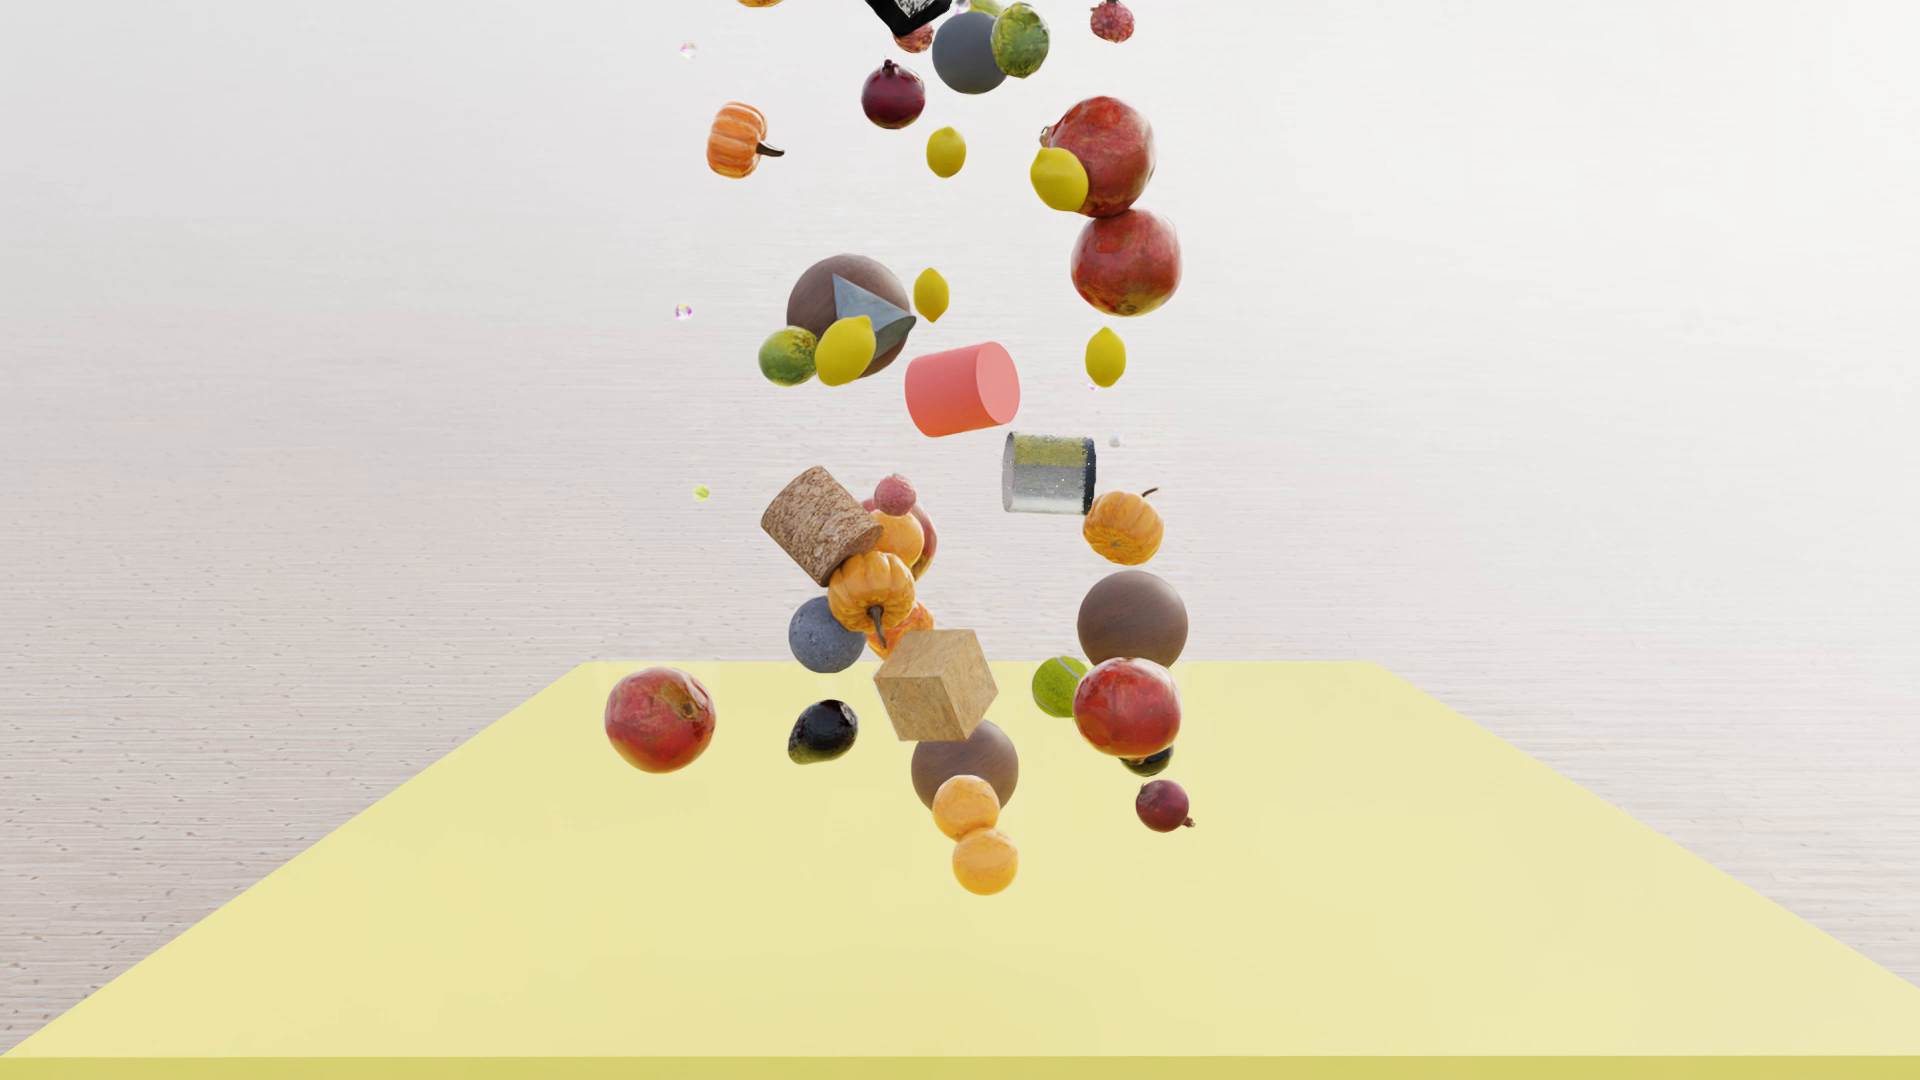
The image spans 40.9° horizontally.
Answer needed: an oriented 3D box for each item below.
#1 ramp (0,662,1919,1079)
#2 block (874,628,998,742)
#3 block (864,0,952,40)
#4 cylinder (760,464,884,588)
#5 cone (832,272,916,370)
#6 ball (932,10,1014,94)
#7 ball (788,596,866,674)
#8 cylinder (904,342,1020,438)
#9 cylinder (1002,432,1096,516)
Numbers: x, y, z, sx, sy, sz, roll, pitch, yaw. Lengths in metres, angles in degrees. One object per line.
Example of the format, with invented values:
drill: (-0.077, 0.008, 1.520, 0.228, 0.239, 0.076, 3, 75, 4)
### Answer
ramp: (0.051, 0.458, 4.533, 2.000, 0.100, 4.000, 0, 3, 0)
block: (-0.024, 0.145, 2.567, 0.079, 0.079, 0.079, -3, 32, 32)
block: (-0.044, -0.498, 2.292, 0.060, 0.060, 0.060, -22, 35, 37)
cylinder: (-0.141, -0.014, 2.627, 0.089, 0.089, 0.089, 45, 37, 12)
cone: (-0.104, -0.232, 2.565, 0.088, 0.088, 0.088, -24, 76, -46)
ball: (0.013, -0.505, 2.668, 0.086, 0.086, 0.086, 0, 22, 0)
ball: (-0.138, 0.098, 2.672, 0.081, 0.081, 0.081, 0, 22, 0)
cylinder: (0.003, -0.165, 2.820, 0.092, 0.092, 0.092, -9, 15, 31)
cylinder: (0.091, -0.068, 2.652, 0.083, 0.083, 0.083, 2, 21, -9)
